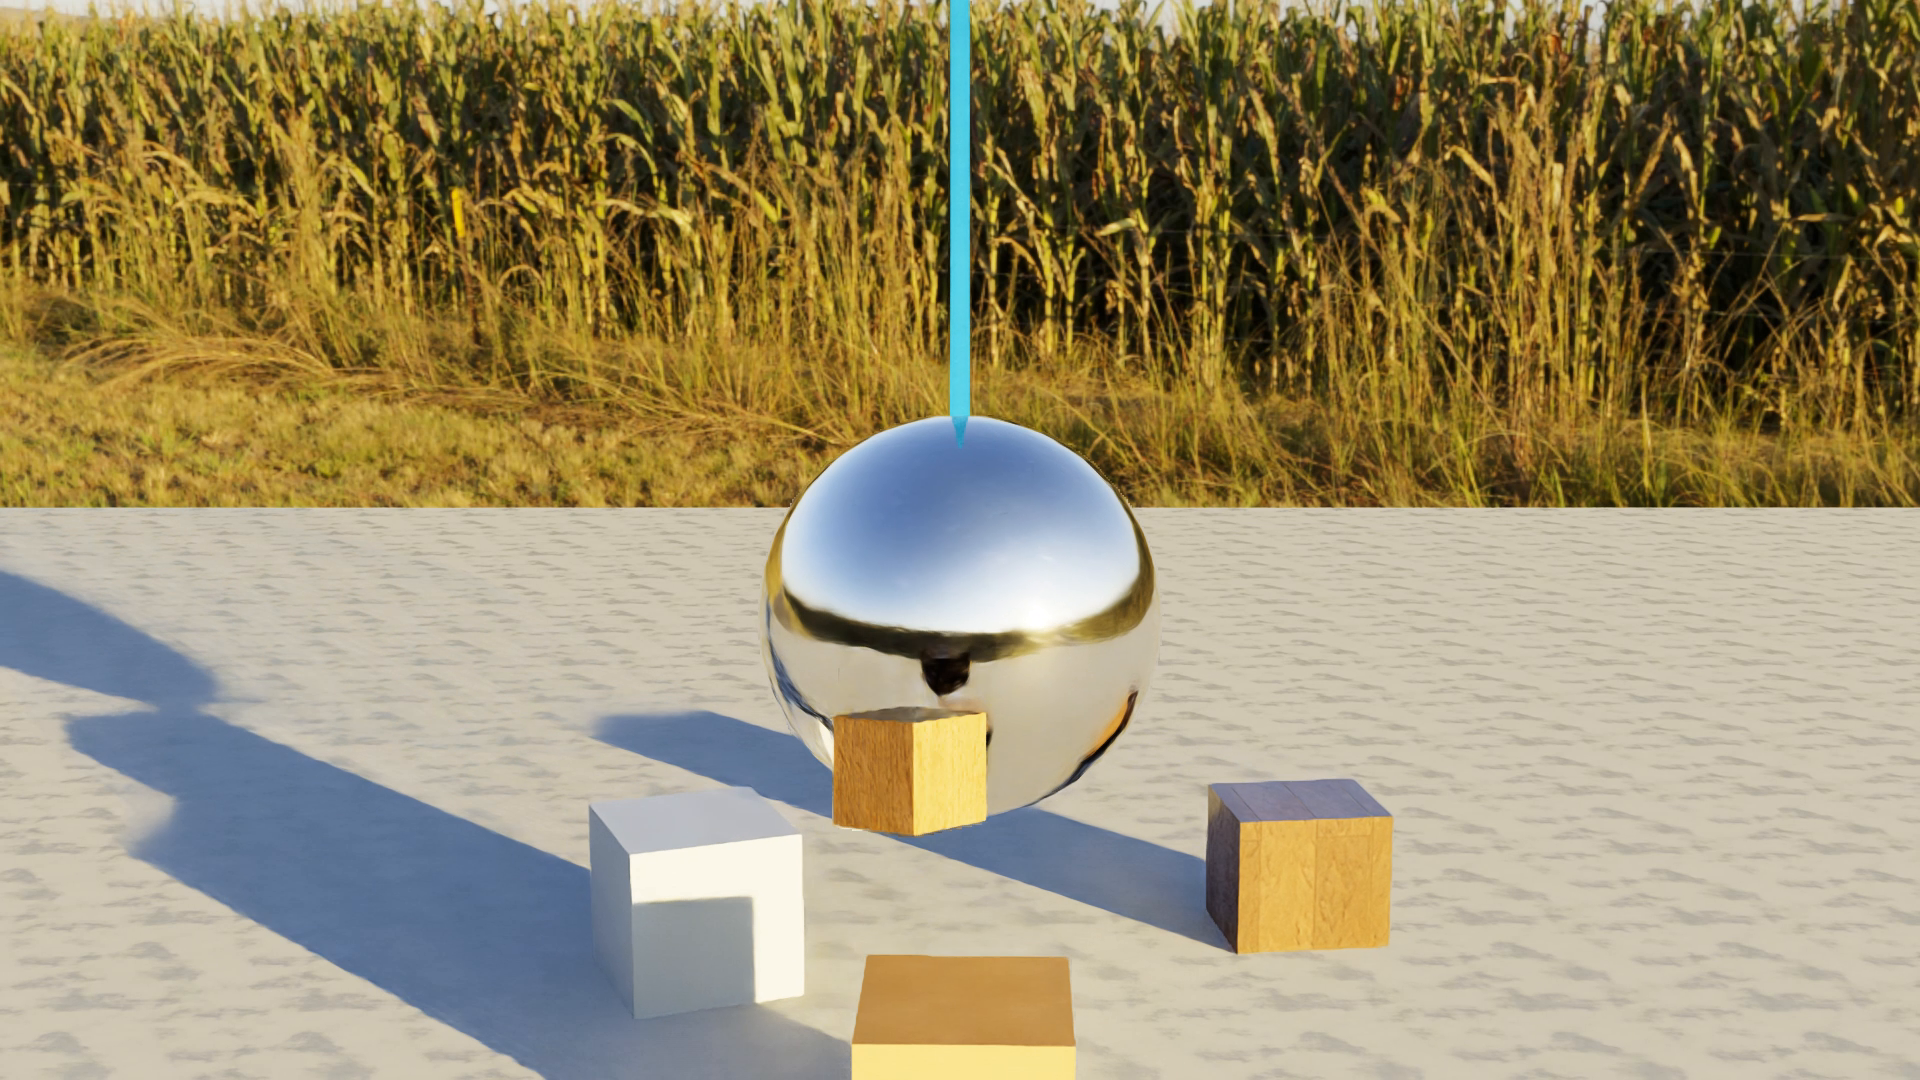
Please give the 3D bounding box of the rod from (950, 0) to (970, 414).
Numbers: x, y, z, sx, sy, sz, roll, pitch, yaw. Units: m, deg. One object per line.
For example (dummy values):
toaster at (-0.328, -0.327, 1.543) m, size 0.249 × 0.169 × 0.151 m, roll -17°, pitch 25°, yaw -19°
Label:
rod at (0.000, -3.001, 9.560) m, size 0.080 × 5.200 × 0.080 m, roll 0°, pitch -14°, yaw 0°

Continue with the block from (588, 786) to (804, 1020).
block at (-1.121, 1.513, 9.294) m, size 0.718 × 0.698 × 0.745 m, roll -4°, pitch 11°, yaw -22°

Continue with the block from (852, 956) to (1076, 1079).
block at (0.019, 1.865, 7.396) m, size 0.707 × 0.684 × 0.774 m, roll 0°, pitch 10°, yaw 1°

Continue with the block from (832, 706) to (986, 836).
block at (-0.167, 0.765, 7.367) m, size 0.345 × 0.364 × 0.390 m, roll 1°, pitch 2°, yaw 38°

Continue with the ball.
ball at (0.000, 0.302, 8.754) m, size 1.600 × 1.600 × 1.600 m, roll 0°, pitch 10°, yaw 0°

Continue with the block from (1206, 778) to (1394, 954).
block at (1.513, 1.456, 9.882) m, size 0.682 × 0.600 × 0.587 m, roll -1°, pitch 10°, yaw -7°
